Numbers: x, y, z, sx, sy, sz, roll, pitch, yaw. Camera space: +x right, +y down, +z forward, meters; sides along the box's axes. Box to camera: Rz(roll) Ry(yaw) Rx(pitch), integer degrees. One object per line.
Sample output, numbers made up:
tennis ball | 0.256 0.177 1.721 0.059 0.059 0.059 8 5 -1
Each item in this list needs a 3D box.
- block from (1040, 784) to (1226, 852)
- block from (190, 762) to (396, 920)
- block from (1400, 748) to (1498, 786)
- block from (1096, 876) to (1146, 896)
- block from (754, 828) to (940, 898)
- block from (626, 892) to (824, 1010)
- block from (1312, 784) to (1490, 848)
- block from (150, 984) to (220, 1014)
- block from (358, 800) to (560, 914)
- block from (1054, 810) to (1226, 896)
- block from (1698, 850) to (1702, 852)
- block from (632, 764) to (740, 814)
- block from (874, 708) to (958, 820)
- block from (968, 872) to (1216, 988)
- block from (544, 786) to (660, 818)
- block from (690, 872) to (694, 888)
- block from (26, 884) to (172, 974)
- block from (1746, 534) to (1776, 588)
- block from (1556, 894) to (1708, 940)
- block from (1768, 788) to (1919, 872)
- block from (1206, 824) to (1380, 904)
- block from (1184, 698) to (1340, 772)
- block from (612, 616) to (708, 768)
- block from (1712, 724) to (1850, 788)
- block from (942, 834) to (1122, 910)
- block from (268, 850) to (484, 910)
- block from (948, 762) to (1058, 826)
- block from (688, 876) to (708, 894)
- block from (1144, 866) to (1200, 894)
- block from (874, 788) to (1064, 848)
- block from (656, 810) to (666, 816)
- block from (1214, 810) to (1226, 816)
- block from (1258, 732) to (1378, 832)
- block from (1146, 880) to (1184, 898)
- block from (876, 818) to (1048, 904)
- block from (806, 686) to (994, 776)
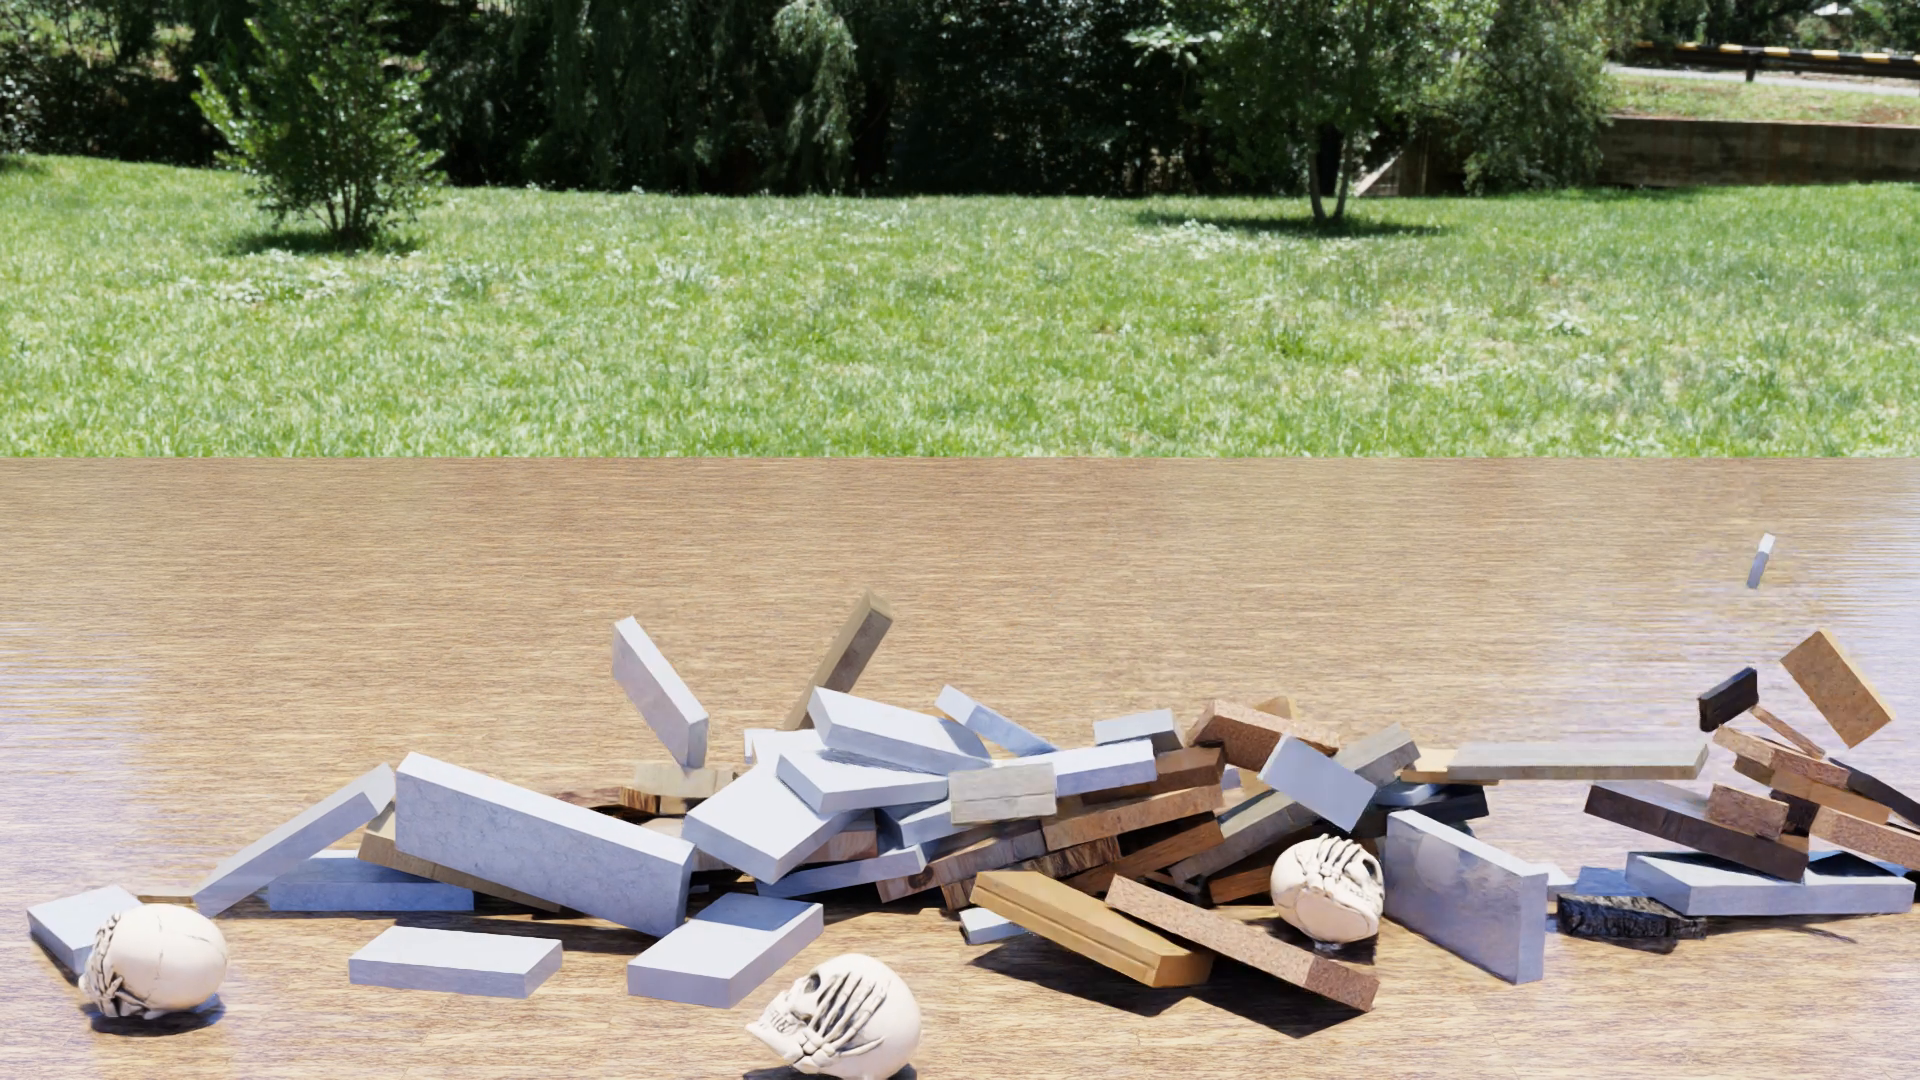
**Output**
block | 0.279 0.435 3.631 0.296 0.042 0.148 -14 10 1
block | -1.087 0.492 3.612 0.332 0.047 0.166 -31 10 4
block | 0.803 0.373 3.620 0.154 0.022 0.077 2 24 7
block | 0.254 0.570 3.663 0.104 0.015 0.052 -12 11 -2
block | -0.186 0.532 3.654 0.283 0.040 0.141 -13 11 15
block | -0.353 0.623 3.361 0.167 0.047 0.334 4 11 20
block | 0.725 0.442 3.642 0.281 0.040 0.140 -13 10 10
block | -1.131 0.669 3.210 0.093 0.013 0.046 5 12 27
block | -0.810 0.519 3.626 0.332 0.047 0.166 17 10 -9
block | 0.286 0.515 3.650 0.296 0.042 0.148 -23 10 4
block | 1.316 0.510 3.794 0.119 0.017 0.059 -40 3 -40
block | -0.429 0.456 3.830 0.172 0.049 0.344 2 -17 13
block | -0.123 0.408 3.927 0.166 0.047 0.332 -17 18 22
block | 0.198 0.582 3.310 0.338 0.048 0.169 19 4 35
block | -0.619 0.447 3.696 0.210 0.030 0.105 -10 -21 30
block | -0.487 0.562 3.640 0.092 0.013 0.046 -1 11 -3
block | -1.339 0.602 3.415 0.140 0.040 0.281 -13 12 -35
block | 1.321 0.034 3.628 0.018 0.063 0.126 19 20 20
block | 1.073 0.602 3.517 0.213 0.030 0.107 1 10 7
block | 1.547 0.501 3.684 0.348 0.049 0.174 18 5 -16
block | 0.547 0.530 3.669 0.281 0.040 0.140 -16 9 3
block | 0.506 0.341 3.692 0.230 0.115 0.033 16 46 -14
block | -0.517 0.265 3.773 0.037 0.130 0.261 -21 52 -29
block | 1.364 0.360 3.650 0.227 0.032 0.113 16 7 -36
block | 0.116 0.528 3.648 0.296 0.042 0.148 -18 10 3
block | -0.960 0.567 3.666 0.332 0.047 0.166 0 11 0
block | 0.069 0.408 3.528 0.169 0.085 0.024 -6 -19 6
block | -0.465 0.574 3.649 0.092 0.013 0.046 -2 11 -13
block | 0.346 0.560 3.664 0.104 0.015 0.052 20 8 -3
block | 0.013 0.438 3.670 0.283 0.040 0.141 -13 13 -18
block | -0.585 0.498 4.113 0.063 0.018 0.126 -7 13 -35
block | 0.379 0.528 3.904 0.257 0.036 0.128 -3 11 -16
block | 0.569 0.385 3.500 0.172 0.086 0.024 31 1 -10
block | 0.315 0.583 3.667 0.104 0.015 0.052 -1 11 -5
block | 0.001 0.520 3.656 0.283 0.040 0.141 -18 10 3
block | -0.100 0.327 3.676 0.293 0.042 0.147 16 15 -20
